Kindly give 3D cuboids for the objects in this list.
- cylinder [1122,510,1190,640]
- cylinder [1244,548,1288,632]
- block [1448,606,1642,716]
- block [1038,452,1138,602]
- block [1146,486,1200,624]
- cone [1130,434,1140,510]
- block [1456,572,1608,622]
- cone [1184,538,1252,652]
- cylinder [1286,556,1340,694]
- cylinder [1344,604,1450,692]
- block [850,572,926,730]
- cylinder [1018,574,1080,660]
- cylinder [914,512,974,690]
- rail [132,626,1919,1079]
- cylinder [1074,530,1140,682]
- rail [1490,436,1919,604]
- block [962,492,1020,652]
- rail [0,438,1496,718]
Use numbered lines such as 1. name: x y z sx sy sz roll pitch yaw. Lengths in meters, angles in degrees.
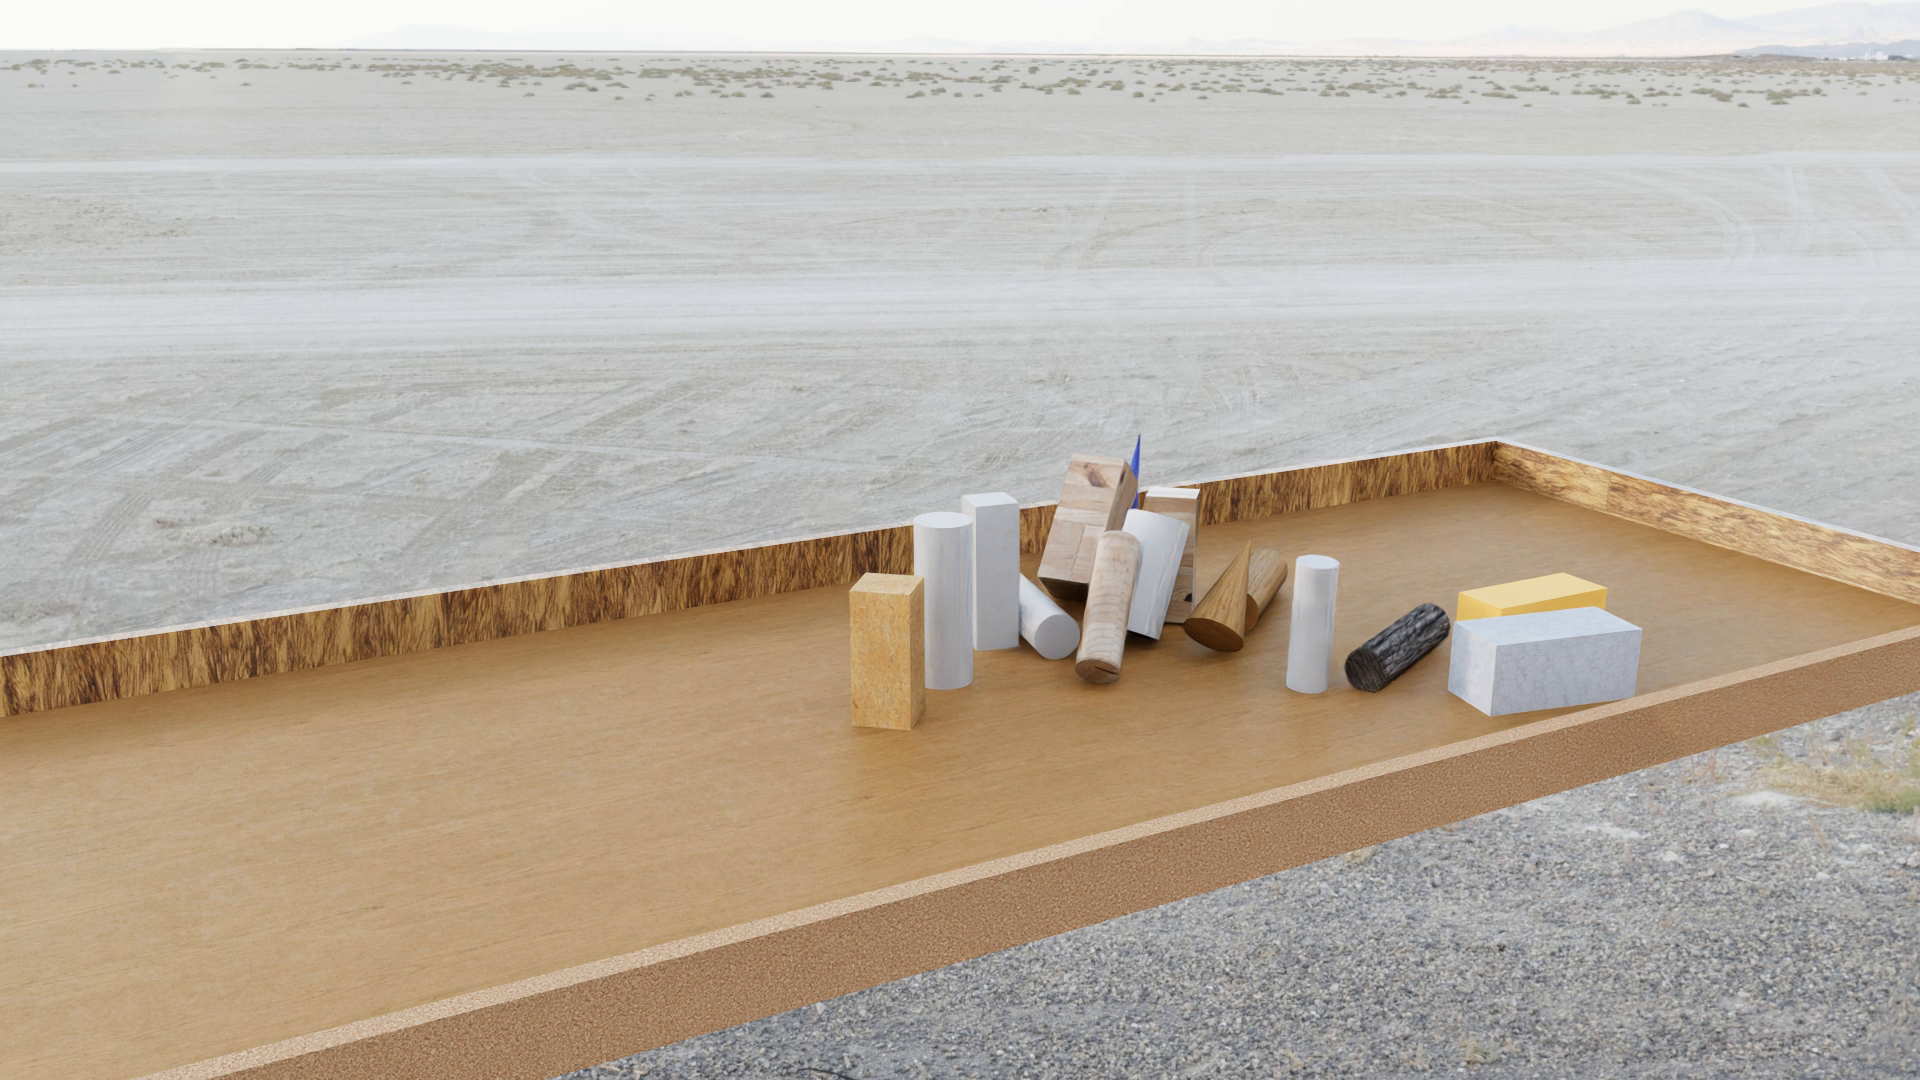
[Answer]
1. cylinder: 0.489 0.094 4.400 0.172 0.316 0.172 16 -5 2
2. cylinder: 0.824 0.140 4.655 0.126 0.126 0.412 6 18 21
3. block: 1.430 0.293 4.039 0.407 0.179 0.179 -5 17 -16
4. block: 0.371 -0.032 4.745 0.160 0.393 0.160 8 -22 25
5. block: 0.585 0.040 4.581 0.137 0.351 0.137 3 13 12
6. cone: 0.497 -0.099 4.872 0.117 0.450 0.117 9 -3 0
7. block: 1.517 0.206 4.385 0.378 0.152 0.152 -8 18 -26
8. cone: 0.720 0.121 4.358 0.165 0.165 0.311 10 60 30
9. cylinder: 0.868 0.208 4.061 0.103 0.326 0.103 1 19 0
10. cylinder: 1.128 0.272 4.236 0.109 0.109 0.438 12 20 34
11. block: -0.169 0.261 3.879 0.142 0.332 0.142 4 17 12
12. cylinder: 0.185 0.191 4.483 0.126 0.126 0.450 -5 17 -17
13. cylinder: -0.041 0.151 4.102 0.147 0.417 0.147 0 16 0
14. rail: -2.336 1.006 1.665 12.000 0.150 0.050 -9 18 -27
15. cylinder: 0.377 0.167 4.197 0.113 0.113 0.390 4 56 14
16. rail: 2.466 -0.048 5.253 0.050 0.150 2.100 -9 18 -27
17. block: 0.080 0.083 4.367 0.118 0.397 0.118 -6 17 -18
18. rail: -3.305 0.497 3.399 12.000 0.150 0.050 -9 18 -27
